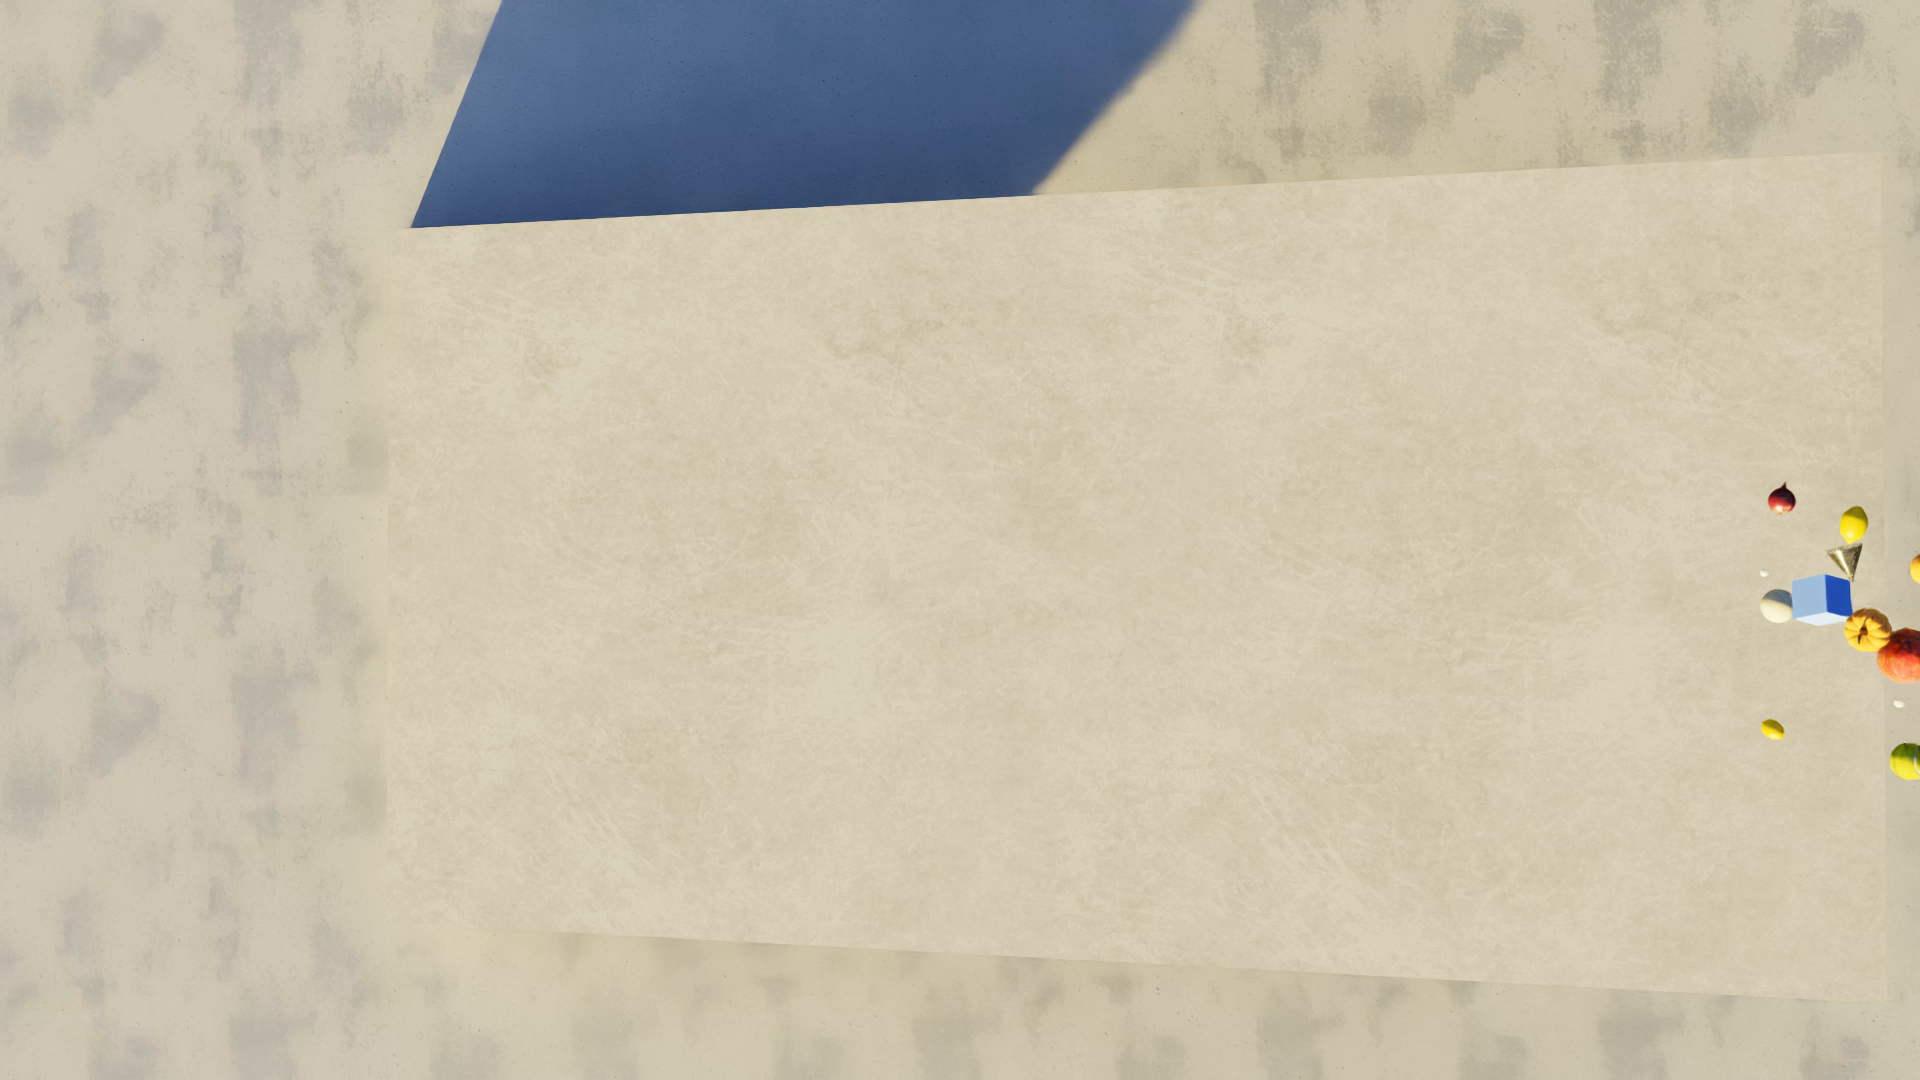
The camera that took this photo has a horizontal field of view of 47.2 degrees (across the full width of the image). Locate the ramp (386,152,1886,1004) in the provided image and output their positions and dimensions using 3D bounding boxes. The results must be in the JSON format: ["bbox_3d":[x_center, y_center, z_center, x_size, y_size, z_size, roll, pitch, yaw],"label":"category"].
[{"bbox_3d":[0.274,0.094,5.804,4.000,0.100,2.000,0,89,17],"label":"ramp"}]

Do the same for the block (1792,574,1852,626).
[{"bbox_3d":[1.835,0.128,4.682,0.084,0.084,0.084,13,72,-30],"label":"block"}]

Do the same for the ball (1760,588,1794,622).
[{"bbox_3d":[1.830,0.147,4.915,0.076,0.076,0.076,0,89,0],"label":"ball"}]

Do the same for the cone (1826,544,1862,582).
[{"bbox_3d":[2.044,0.058,5.059,0.083,0.083,0.083,-14,91,0],"label":"cone"}]
